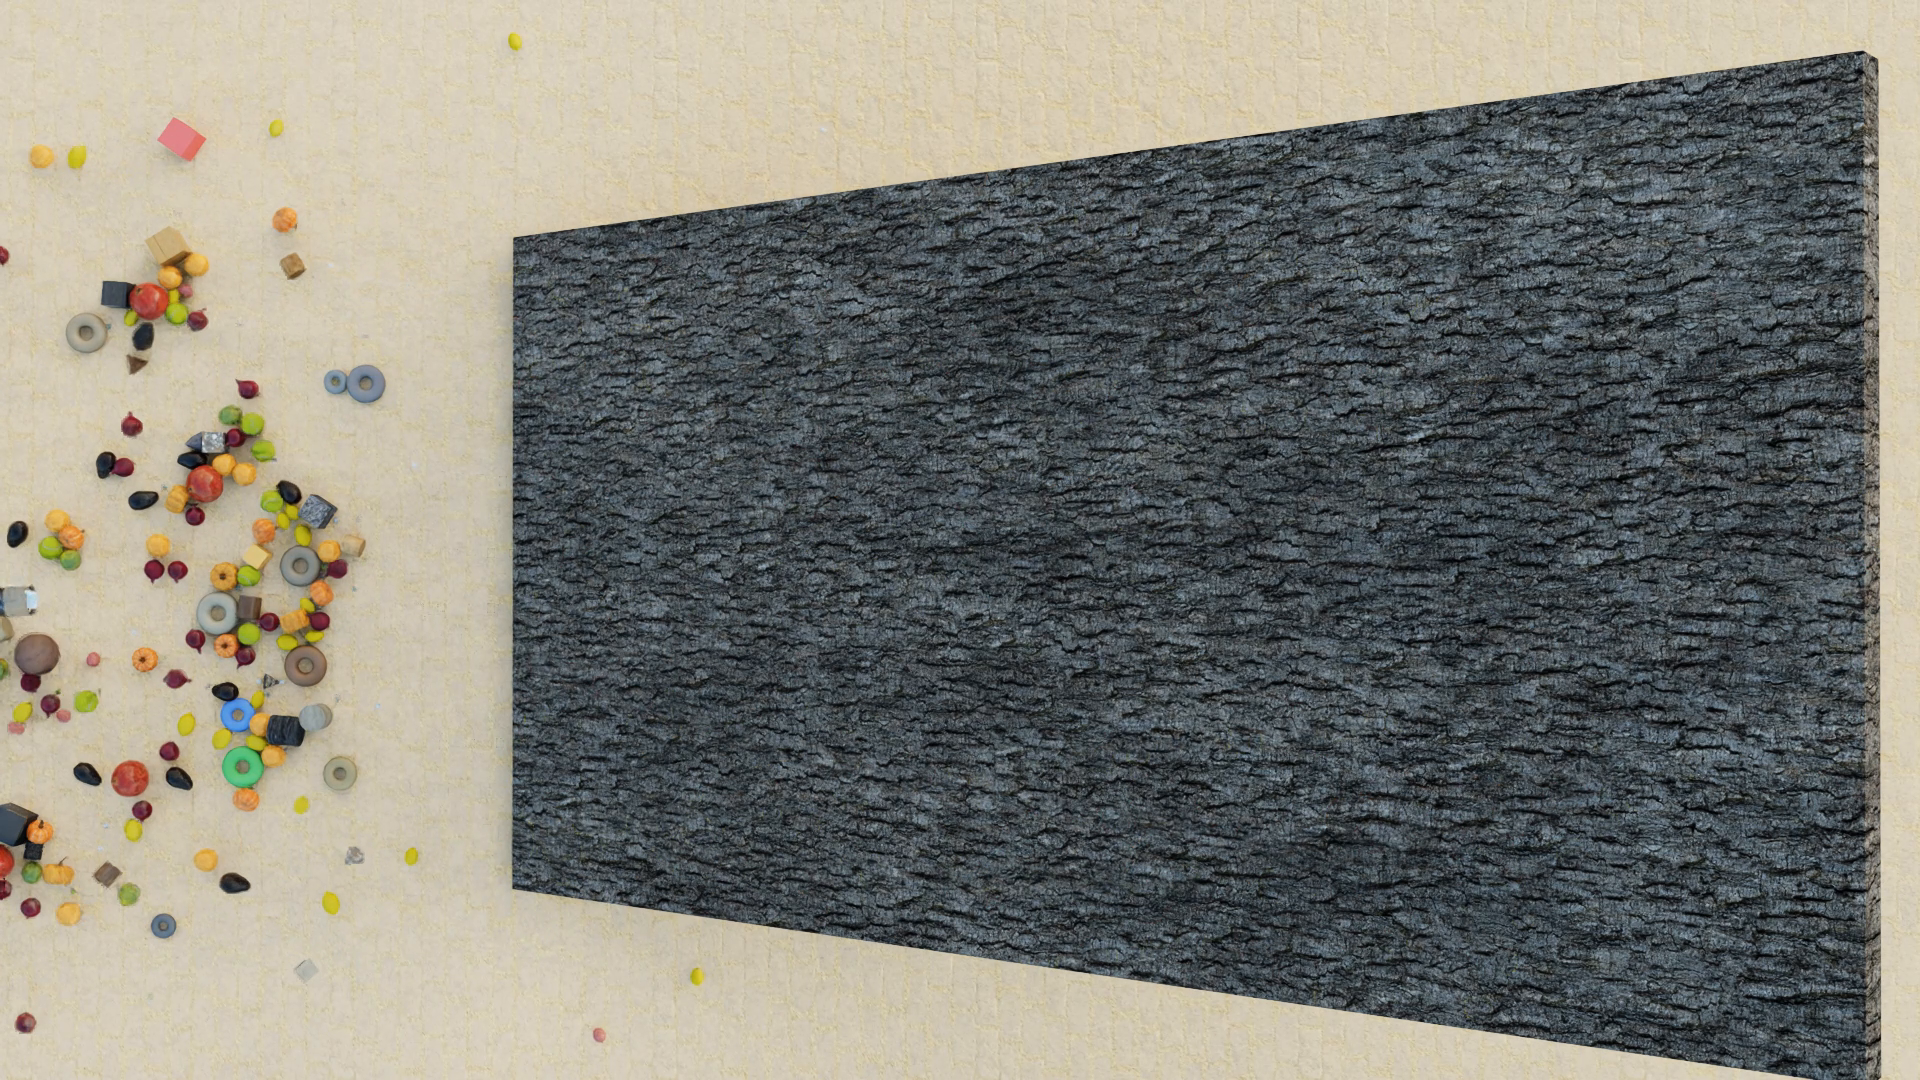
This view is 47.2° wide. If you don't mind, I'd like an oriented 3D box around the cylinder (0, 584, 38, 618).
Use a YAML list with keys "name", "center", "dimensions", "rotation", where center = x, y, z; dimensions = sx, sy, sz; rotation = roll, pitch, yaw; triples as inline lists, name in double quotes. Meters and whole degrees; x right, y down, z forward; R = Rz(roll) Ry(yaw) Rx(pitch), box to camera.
- name: "cylinder"
  center: [-2.909, 0.187, 6.778]
  dimensions: [0.091, 0.091, 0.091]
  rotation: [-8, 90, 7]

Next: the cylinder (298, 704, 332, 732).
- name: "cylinder"
  center: [-1.987, 0.546, 6.782]
  dimensions: [0.081, 0.081, 0.081]
  rotation: [0, 90, 0]

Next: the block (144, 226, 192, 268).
- name: "block"
  center: [-2.442, -0.903, 6.788]
  dimensions: [0.087, 0.087, 0.087]
  rotation: [-31, 90, 0]

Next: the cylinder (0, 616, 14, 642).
- name: "cylinder"
  center: [-2.976, 0.282, 6.786]
  dimensions: [0.076, 0.076, 0.076]
  rotation: [-25, 90, -10]

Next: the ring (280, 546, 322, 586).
- name: "ring"
  center: [-2.039, 0.080, 6.804]
  dimensions: [0.130, 0.043, 0.130]
  rotation: [0, 90, 1]

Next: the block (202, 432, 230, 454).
- name: "block"
  center: [-2.300, -0.300, 6.796]
  dimensions: [0.063, 0.063, 0.063]
  rotation: [1, 90, 0]

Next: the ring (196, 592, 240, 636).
- name: "ring"
  center: [-2.294, 0.227, 6.802]
  dimensions: [0.136, 0.045, 0.136]
  rotation: [0, 90, -1]

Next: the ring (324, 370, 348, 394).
- name: "ring"
  center: [-1.934, -0.490, 6.816]
  dimensions: [0.077, 0.026, 0.077]
  rotation: [0, 89, 1]

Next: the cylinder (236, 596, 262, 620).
- name: "cylinder"
  center: [-2.194, 0.208, 6.791]
  dimensions: [0.067, 0.067, 0.067]
  rotation: [8, 90, 0]

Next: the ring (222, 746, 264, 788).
- name: "ring"
  center: [-2.217, 0.701, 6.800]
  dimensions: [0.128, 0.043, 0.128]
  rotation: [0, 88, -1]

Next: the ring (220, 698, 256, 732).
- name: "ring"
  center: [-2.234, 0.541, 6.805]
  dimensions: [0.107, 0.036, 0.107]
  rotation: [0, 89, -1]

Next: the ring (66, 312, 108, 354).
- name: "ring"
  center: [-2.705, -0.641, 6.809]
  dimensions: [0.126, 0.042, 0.126]
  rotation: [0, 90, -1]

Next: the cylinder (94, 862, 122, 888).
- name: "cylinder"
  center: [-2.629, 1.031, 6.780]
  dimensions: [0.060, 0.060, 0.060]
  rotation: [41, 68, 0]

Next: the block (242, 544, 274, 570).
- name: "block"
  center: [-2.169, 0.051, 6.797]
  dimensions: [0.058, 0.058, 0.058]
  rotation: [37, 90, 0]

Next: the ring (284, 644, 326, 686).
- name: "ring"
  center: [-2.024, 0.389, 6.802]
  dimensions: [0.131, 0.044, 0.131]
  rotation: [0, 91, -1]

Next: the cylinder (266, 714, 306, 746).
- name: "cylinder"
  center: [-2.077, 0.587, 6.777]
  dimensions: [0.090, 0.090, 0.090]
  rotation: [4, 90, 0]

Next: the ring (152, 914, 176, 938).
- name: "ring"
  center: [-2.464, 1.194, 6.805]
  dimensions: [0.078, 0.026, 0.078]
  rotation: [0, 90, 1]

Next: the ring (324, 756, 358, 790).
- name: "ring"
  center: [-1.918, 0.723, 6.804]
  dimensions: [0.105, 0.035, 0.105]
  rotation: [0, 89, -1]

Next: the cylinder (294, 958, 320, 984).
- name: "cylinder"
  center: [-2.014, 1.330, 6.789]
  dimensions: [0.057, 0.057, 0.057]
  rotation: [-43, 88, 0]

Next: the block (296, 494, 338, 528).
- name: "block"
  center: [-1.983, -0.088, 6.788]
  dimensions: [0.077, 0.077, 0.077]
  rotation: [34, 90, 0]

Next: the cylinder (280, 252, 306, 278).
- name: "cylinder"
  center: [-2.062, -0.848, 6.802]
  dimensions: [0.058, 0.058, 0.058]
  rotation: [-30, 90, 0]

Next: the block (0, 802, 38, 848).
- name: "block"
  center: [-2.920, 0.876, 6.772]
  dimensions: [0.096, 0.096, 0.096]
  rotation: [24, 90, 0]

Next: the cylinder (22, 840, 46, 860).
- name: "cylinder"
  center: [-2.862, 0.957, 6.794]
  dimensions: [0.052, 0.052, 0.052]
  rotation: [20, 70, 0]

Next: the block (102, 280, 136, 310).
- name: "block"
  center: [-2.599, -0.757, 6.793]
  dimensions: [0.075, 0.075, 0.075]
  rotation: [4, 90, 0]

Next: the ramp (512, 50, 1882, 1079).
- name: "ramp"
  center: [0.217, 0.062, 5.533]
  dimensions: [4.000, 0.100, 2.000]
  rotation: [0, 90, 39]

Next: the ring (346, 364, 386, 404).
- name: "ring"
  center: [-1.839, -0.484, 6.809]
  dimensions: [0.120, 0.040, 0.120]
  rotation: [0, 88, 0]

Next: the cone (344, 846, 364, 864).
- name: "cone"
  center: [-1.889, 0.988, 6.806]
  dimensions: [0.058, 0.058, 0.058]
  rotation: [-38, 90, 26]

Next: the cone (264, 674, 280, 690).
- name: "cone"
  center: [-2.128, 0.440, 6.812]
  dimensions: [0.050, 0.050, 0.050]
  rotation: [7, 90, -26]

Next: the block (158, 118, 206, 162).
- name: "block"
  center: [-2.402, -1.237, 6.790]
  dimensions: [0.088, 0.088, 0.088]
  rotation: [35, 90, 0]
